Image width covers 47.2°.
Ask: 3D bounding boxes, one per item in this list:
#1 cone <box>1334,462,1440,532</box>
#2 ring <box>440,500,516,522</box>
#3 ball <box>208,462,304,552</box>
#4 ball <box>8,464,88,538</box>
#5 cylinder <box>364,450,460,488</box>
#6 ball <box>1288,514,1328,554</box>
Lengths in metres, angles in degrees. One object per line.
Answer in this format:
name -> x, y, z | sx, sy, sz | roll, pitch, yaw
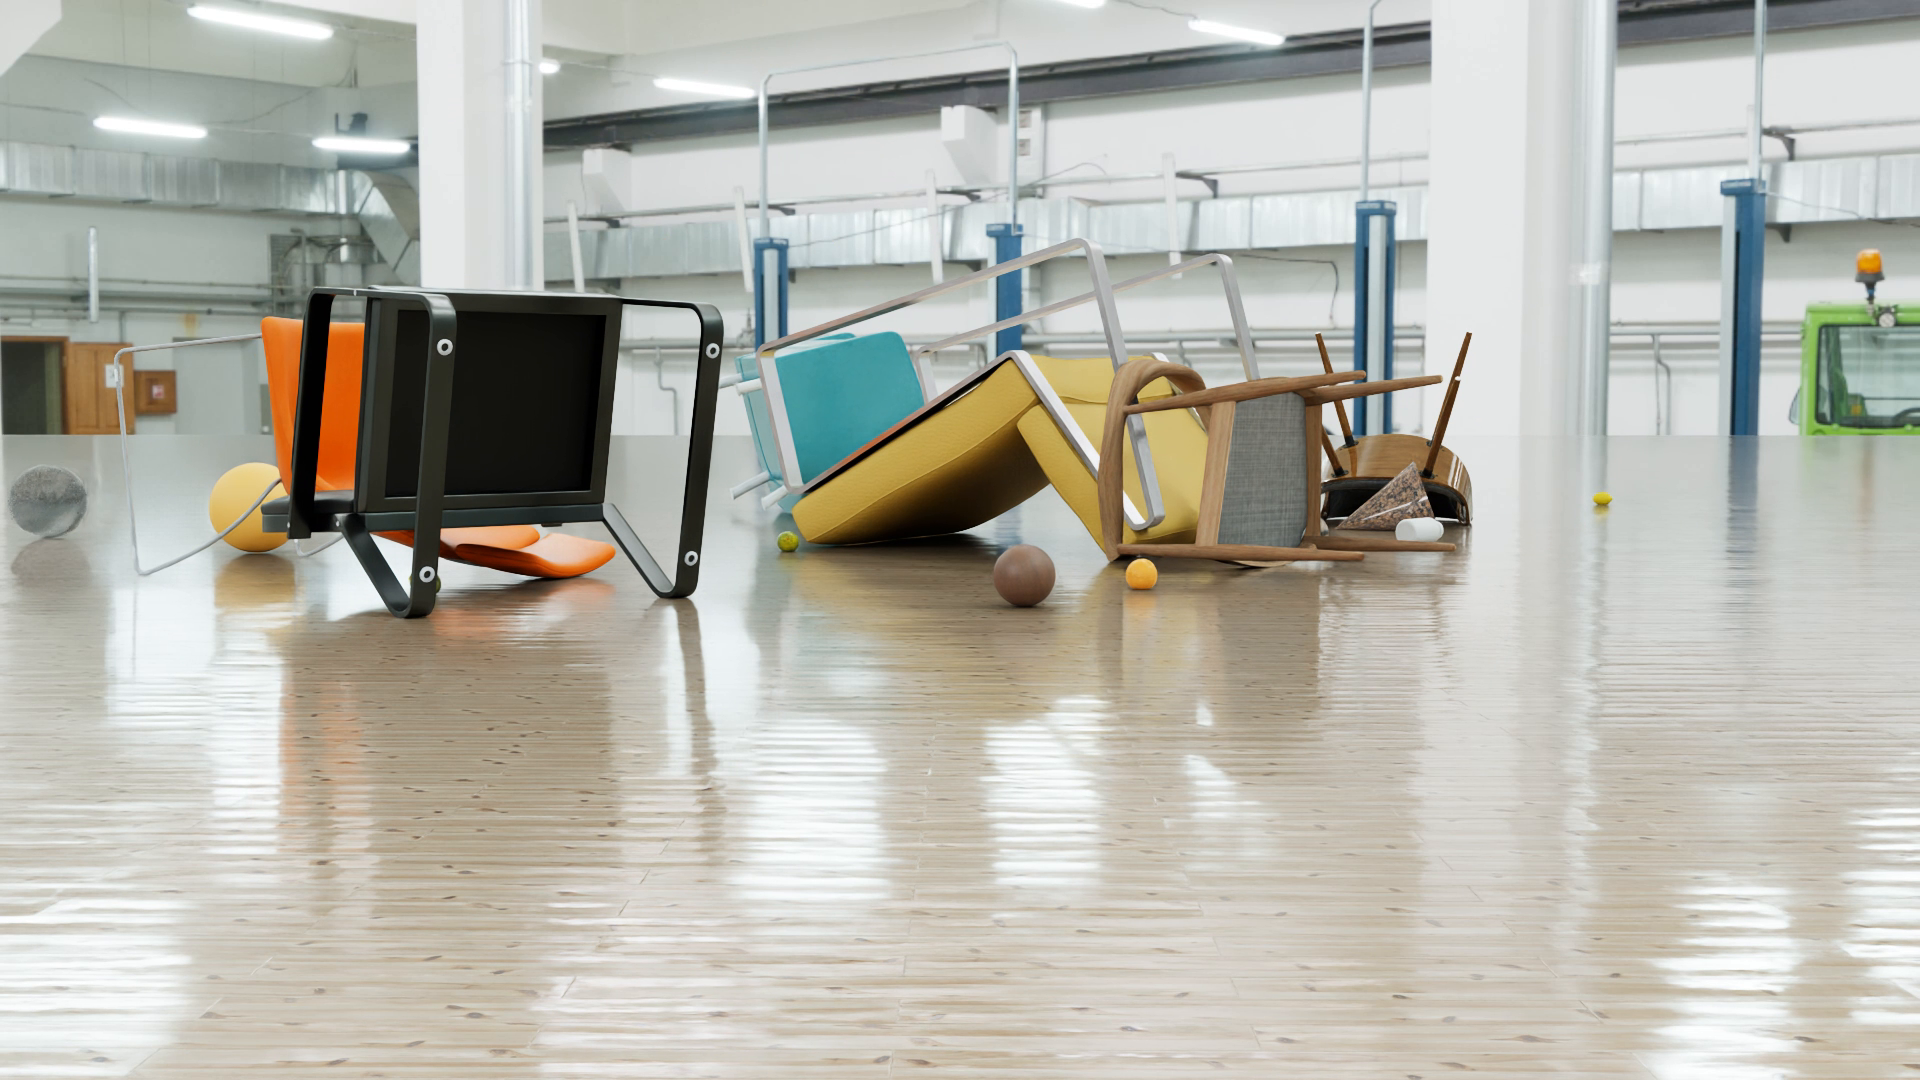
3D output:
cone -> 1.337, -0.086, 6.997 | 0.311, 0.264, 0.130 | -20, -32, 12
ring -> -1.648, -0.099, 7.511 | 0.256, 0.067, 0.258 | -4, 7, -42
ball -> -1.931, -0.089, 6.032 | 0.248, 0.248, 0.248 | 0, 4, 0
ball -> -2.745, -0.117, 6.624 | 0.223, 0.223, 0.223 | 0, 4, 0
cylinder -> -1.210, -0.156, 4.851 | 0.170, 0.076, 0.130 | 15, 11, 34
ball -> 0.954, -0.018, 6.017 | 0.109, 0.109, 0.109 | 0, 4, 0
